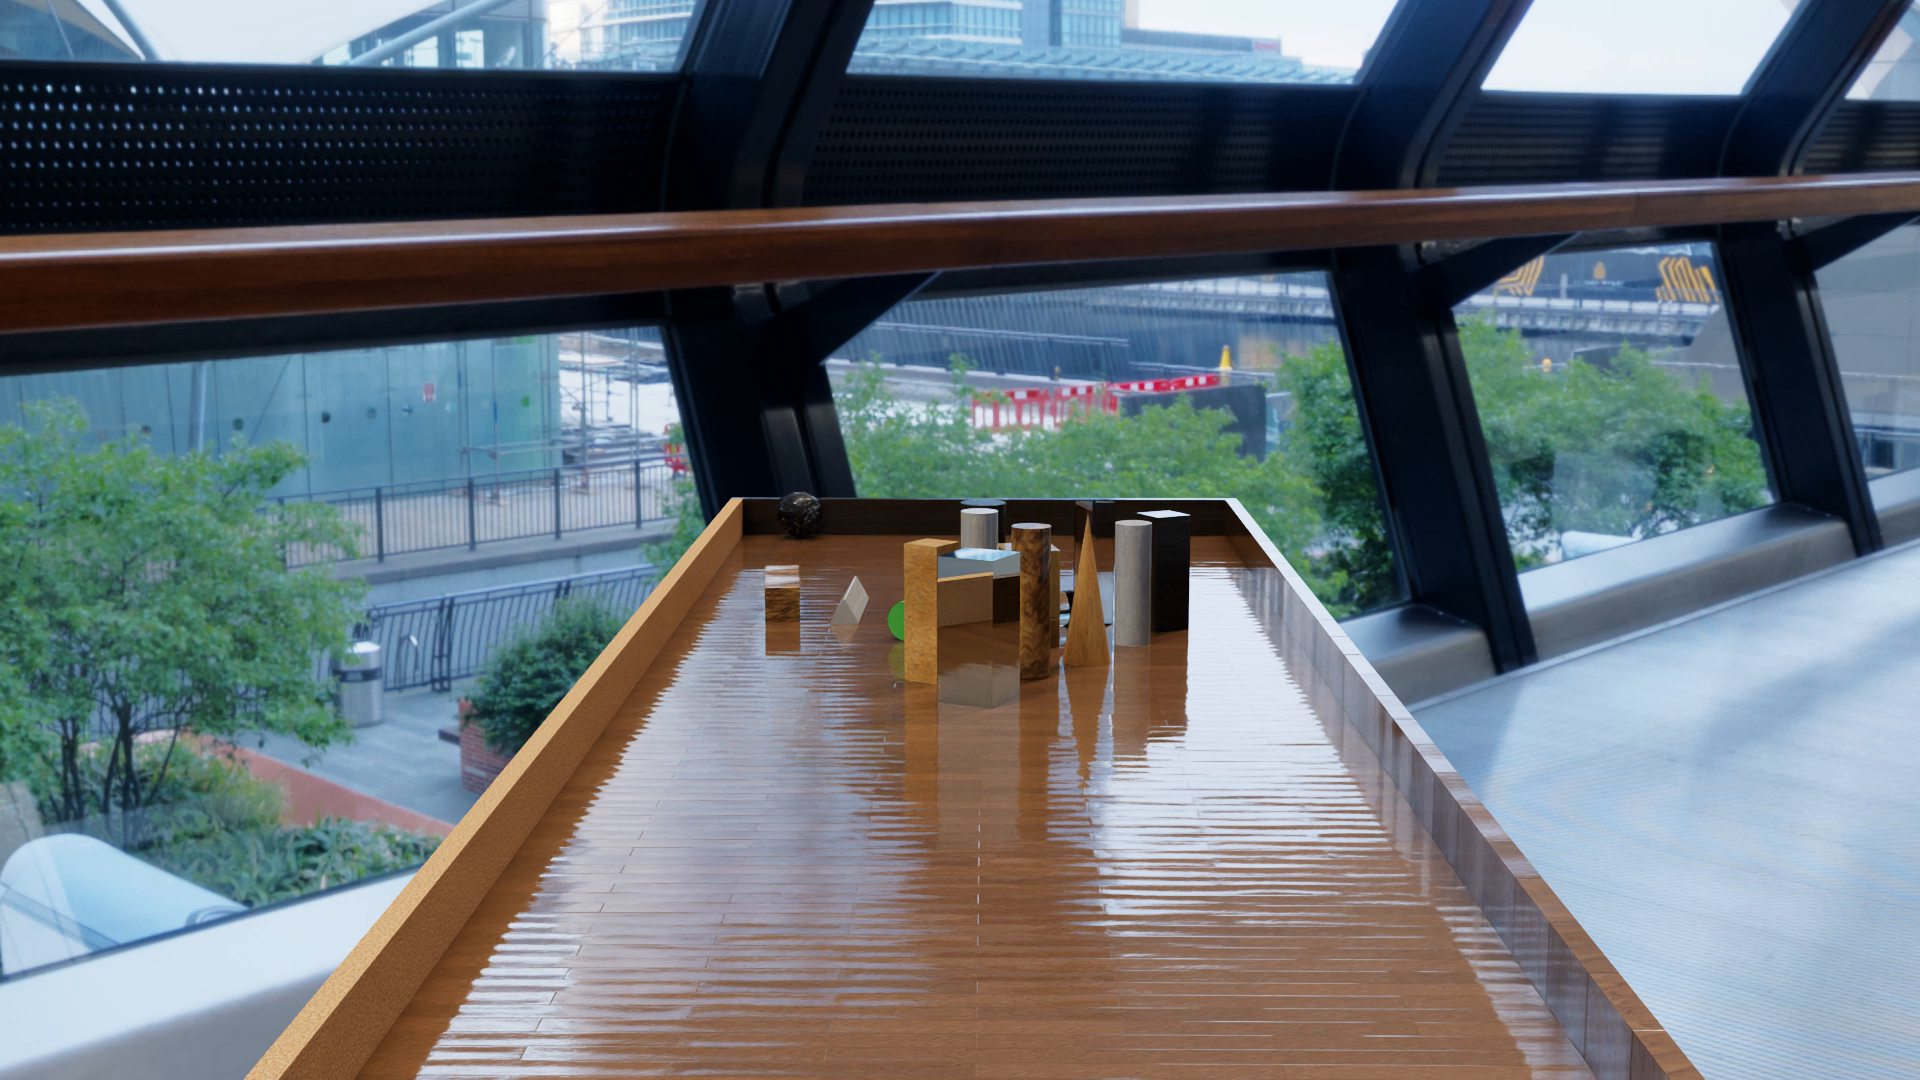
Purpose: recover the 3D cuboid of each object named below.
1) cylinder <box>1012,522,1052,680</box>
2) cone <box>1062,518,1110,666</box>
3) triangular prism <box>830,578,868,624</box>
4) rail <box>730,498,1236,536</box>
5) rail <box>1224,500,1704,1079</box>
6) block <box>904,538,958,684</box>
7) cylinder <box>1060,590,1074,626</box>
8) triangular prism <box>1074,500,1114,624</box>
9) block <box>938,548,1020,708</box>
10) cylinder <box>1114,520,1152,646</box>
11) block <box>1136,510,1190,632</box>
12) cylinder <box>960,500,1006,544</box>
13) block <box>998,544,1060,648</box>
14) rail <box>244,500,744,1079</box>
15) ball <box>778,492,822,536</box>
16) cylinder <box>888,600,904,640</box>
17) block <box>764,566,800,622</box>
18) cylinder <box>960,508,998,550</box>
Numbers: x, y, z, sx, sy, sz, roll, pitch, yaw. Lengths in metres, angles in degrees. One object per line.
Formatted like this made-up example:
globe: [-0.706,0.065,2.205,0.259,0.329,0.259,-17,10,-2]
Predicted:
cylinder: [0.208,0.180,6.442,0.116,0.448,0.116,0,9,0]
cone: [0.385,0.143,6.651,0.145,0.456,0.145,0,9,0]
triangular prism: [-0.373,0.201,7.471,0.093,0.081,0.452,1,9,2]
rail: [0.099,-0.098,9.147,2.100,0.150,0.050,0,9,1]
rail: [1.046,0.843,3.208,0.050,0.150,12.000,0,9,1]
block: [-0.082,0.207,6.412,0.114,0.404,0.114,6,11,34]
cylinder: [0.173,0.239,7.140,0.458,0.113,0.113,-5,11,-31]
triangular prism: [0.424,0.073,7.247,0.113,0.403,0.130,0,-1,35]
block: [0.054,0.243,6.153,0.171,0.413,0.171,5,10,27]
cylinder: [0.544,0.135,6.929,0.115,0.384,0.115,0,9,0]
block: [0.660,0.101,7.168,0.127,0.376,0.127,-5,10,-28]
cylinder: [0.075,0.079,7.210,0.149,0.407,0.149,0,9,0]
block: [0.212,0.173,6.939,0.173,0.306,0.173,-1,9,-9]
rail: [-1.004,0.839,3.234,0.050,0.150,12.000,0,9,1]
ball: [-0.657,-0.105,9.037,0.184,0.184,0.184,0,9,0]
cylinder: [-0.118,0.236,7.114,0.128,0.128,0.308,3,10,19]
block: [-0.606,0.181,7.503,0.115,0.115,0.438,-1,9,-4]
cylinder: [0.058,0.139,6.661,0.113,0.460,0.113,0,9,0]
